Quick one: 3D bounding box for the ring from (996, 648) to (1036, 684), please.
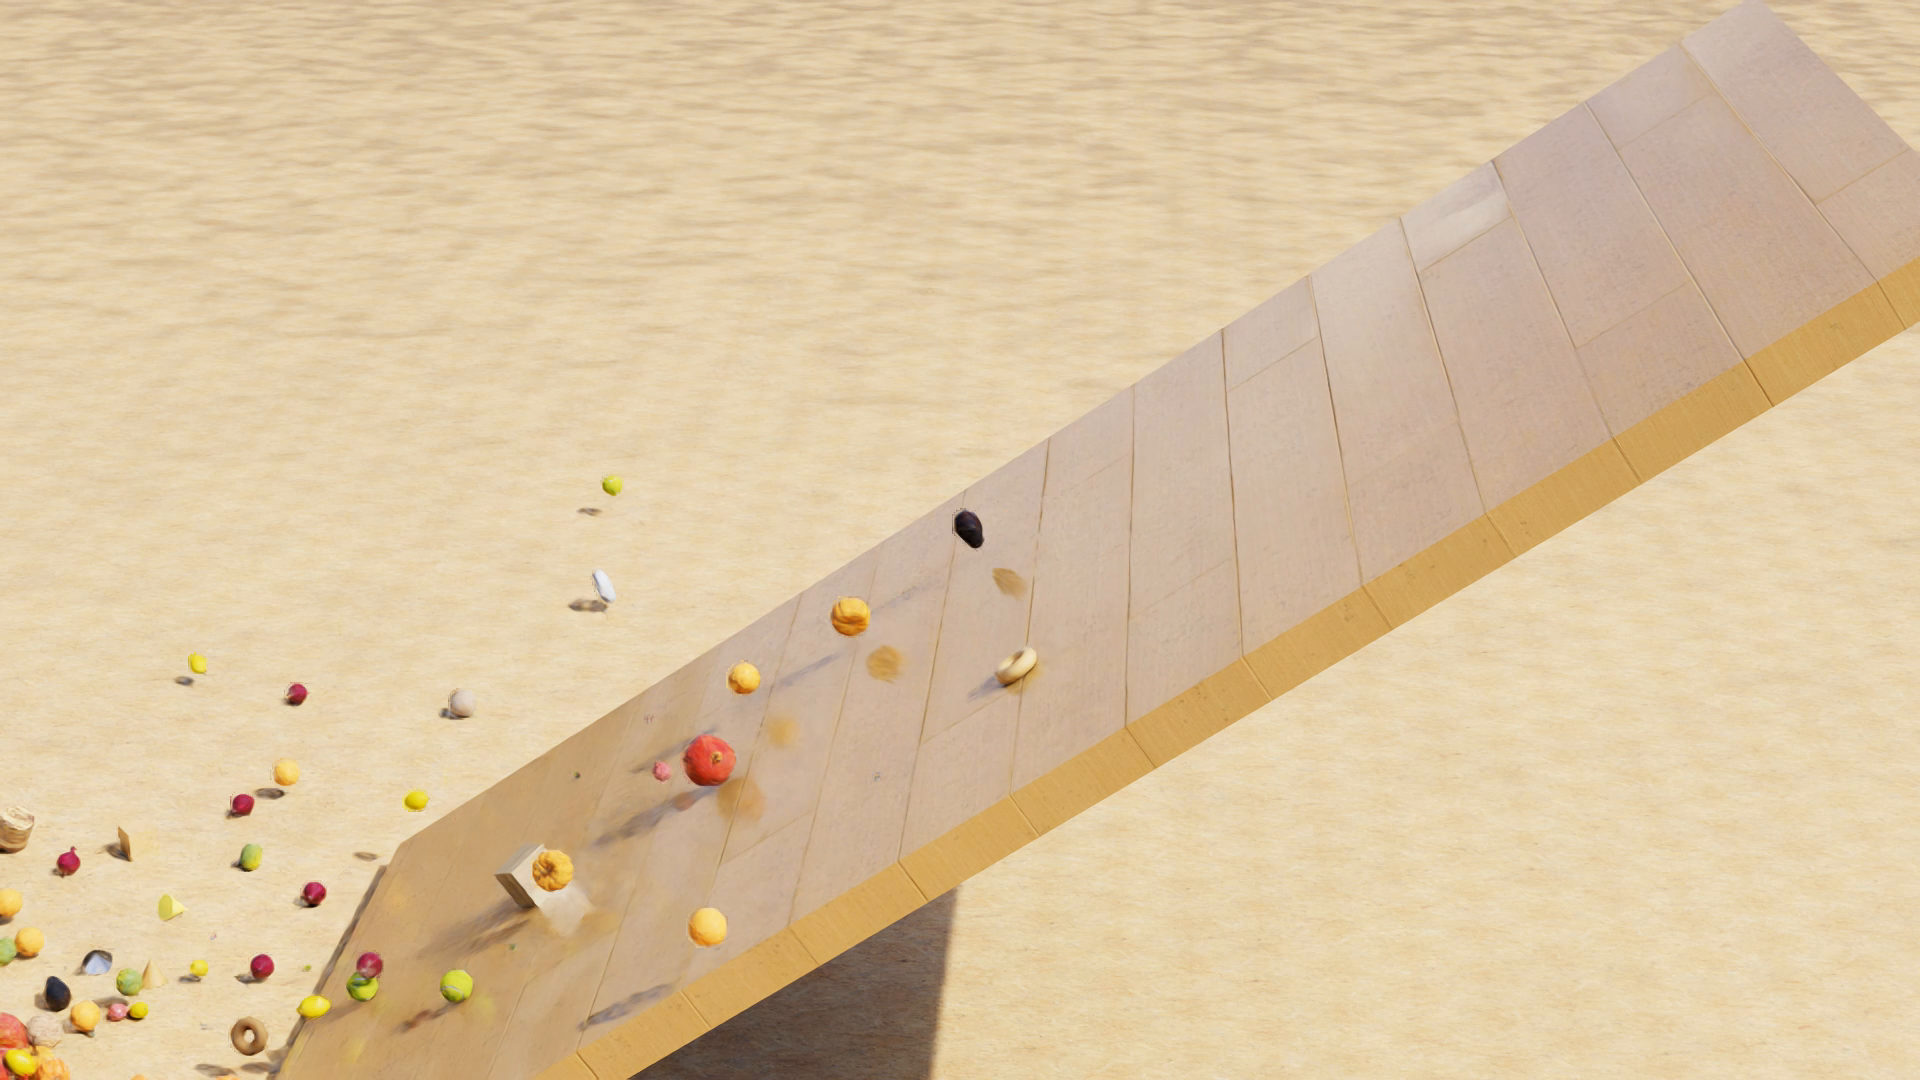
[{"bbox_3d":[0.112,0.251,5.872,0.095,0.032,0.095,-35,14,10],"label":"ring"}]

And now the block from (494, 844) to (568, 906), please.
[{"bbox_3d":[-0.959,0.749,6.573,0.099,0.099,0.099,-45,17,-29],"label":"block"}]

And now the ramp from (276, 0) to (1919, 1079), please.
[{"bbox_3d":[0.137,0.173,6.303,4.000,0.100,2.000,-32,16,15],"label":"ramp"}]

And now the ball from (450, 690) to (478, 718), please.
[{"bbox_3d":[-1.463,0.482,8.665,0.081,0.081,0.081,0,21,0],"label":"ball"}]

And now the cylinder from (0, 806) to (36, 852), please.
[{"bbox_3d":[-2.522,0.770,7.847,0.087,0.087,0.087,20,34,-14],"label":"cylinder"}]

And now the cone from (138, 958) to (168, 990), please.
[{"bbox_3d":[-1.978,1.052,7.198,0.069,0.069,0.069,0,21,0],"label":"cone"}]

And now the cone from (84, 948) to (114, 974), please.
[{"bbox_3d":[-2.131,1.024,7.259,0.072,0.072,0.072,-8,24,-20],"label":"cone"}]

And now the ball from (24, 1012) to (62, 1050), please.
[{"bbox_3d":[-2.152,1.154,6.907,0.087,0.087,0.087,0,21,0],"label":"ball"}]

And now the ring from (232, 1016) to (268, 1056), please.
[{"bbox_3d":[-1.626,1.135,6.729,0.089,0.089,0.030,6,3,14],"label":"ring"}]

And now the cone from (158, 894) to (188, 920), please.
[{"bbox_3d":[-2.005,0.943,7.530,0.067,0.067,0.067,21,5,43],"label":"cone"}]

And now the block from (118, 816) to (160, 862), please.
[{"bbox_3d":[-2.188,0.798,7.842,0.080,0.080,0.080,-14,25,-33],"label":"block"}]
